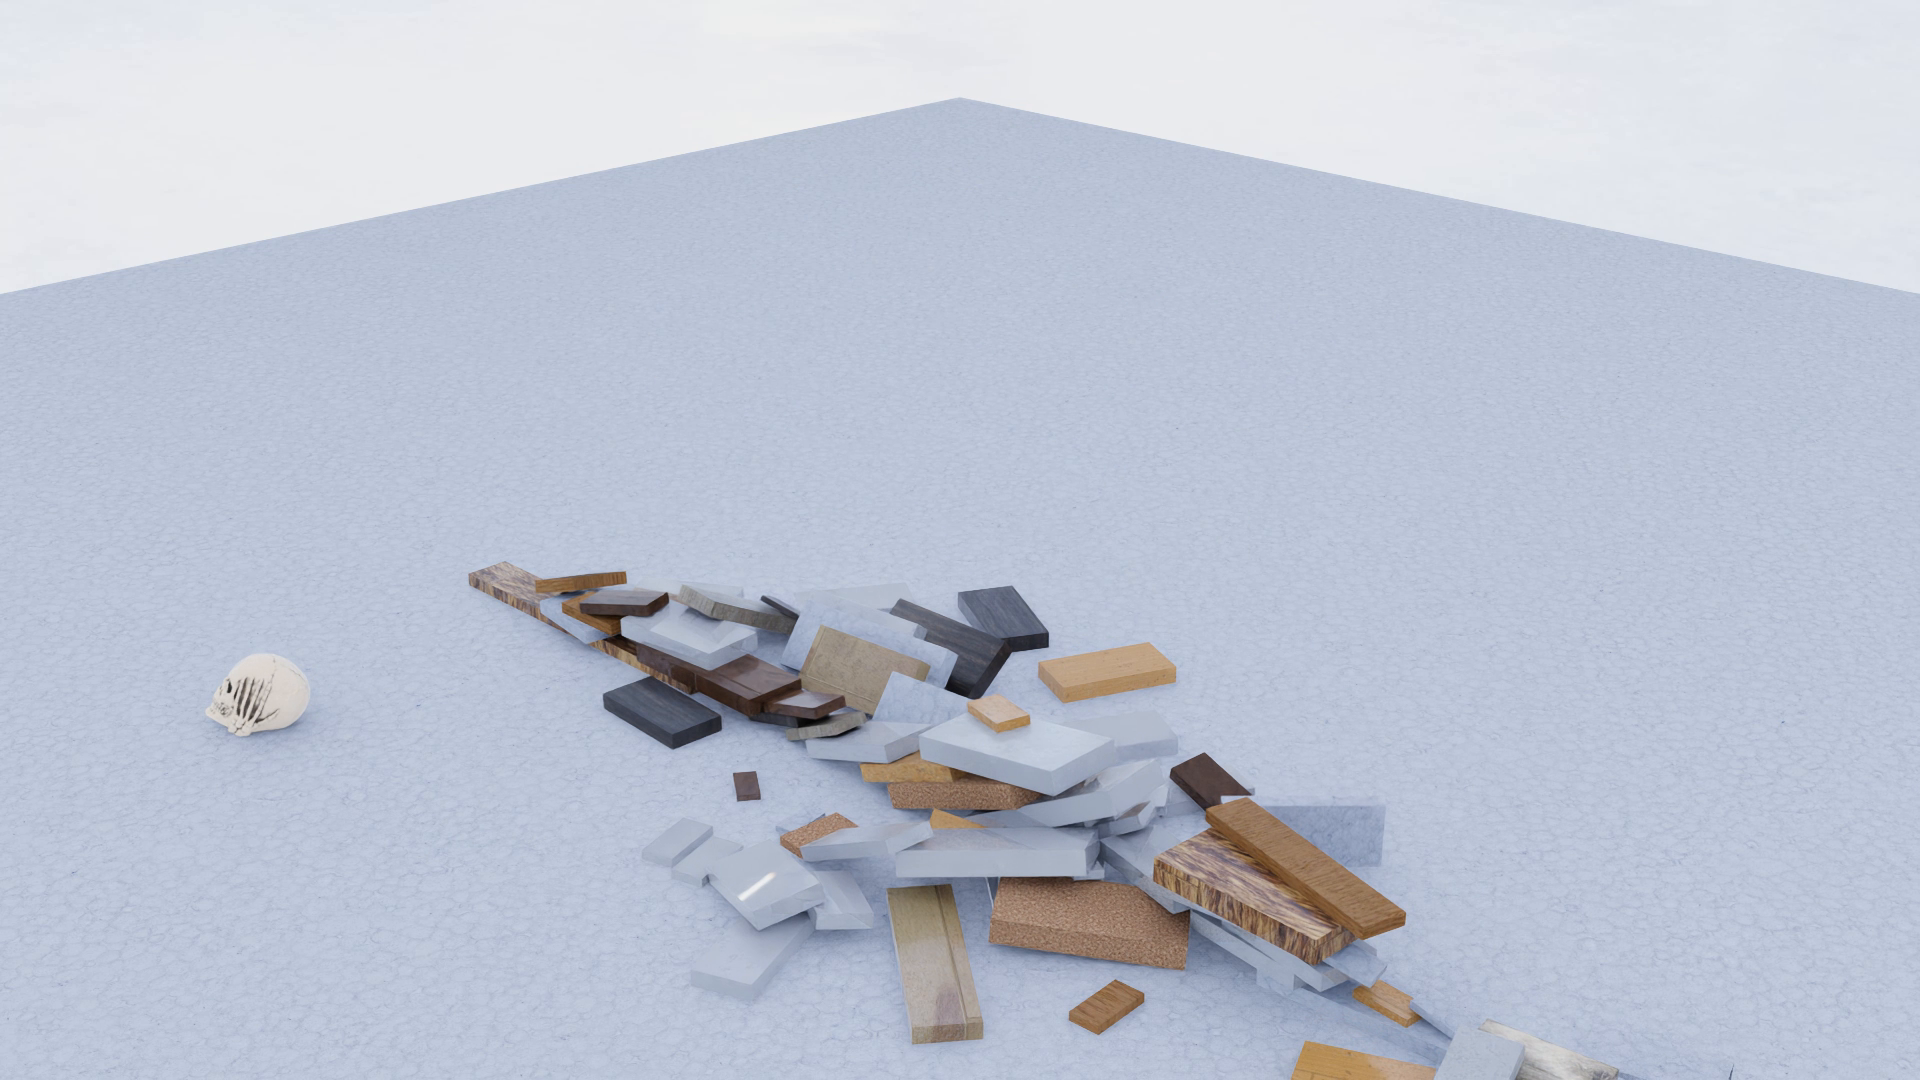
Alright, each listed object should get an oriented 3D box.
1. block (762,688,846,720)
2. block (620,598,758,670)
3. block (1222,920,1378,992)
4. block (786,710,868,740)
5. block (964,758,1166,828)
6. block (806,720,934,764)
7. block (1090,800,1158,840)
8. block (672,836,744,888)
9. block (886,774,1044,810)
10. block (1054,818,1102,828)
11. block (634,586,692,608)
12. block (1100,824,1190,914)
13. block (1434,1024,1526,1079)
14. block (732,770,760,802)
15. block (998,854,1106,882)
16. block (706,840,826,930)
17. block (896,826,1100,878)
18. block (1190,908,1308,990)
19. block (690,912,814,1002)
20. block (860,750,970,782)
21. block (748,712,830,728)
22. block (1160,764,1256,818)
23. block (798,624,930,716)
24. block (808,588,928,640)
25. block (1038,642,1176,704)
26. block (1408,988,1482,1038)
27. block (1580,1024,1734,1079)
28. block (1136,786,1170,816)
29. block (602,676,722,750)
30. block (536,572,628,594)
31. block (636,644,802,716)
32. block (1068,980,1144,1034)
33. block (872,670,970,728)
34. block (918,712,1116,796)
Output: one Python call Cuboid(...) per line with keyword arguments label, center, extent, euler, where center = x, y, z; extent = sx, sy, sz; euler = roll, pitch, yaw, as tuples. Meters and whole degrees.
Cuboid(label="block", center=(-0.336, 0.353, 4.739), extent=(0.087, 0.025, 0.175), euler=(-21, 16, -41))
Cuboid(label="block", center=(-0.618, 0.214, 5.012), extent=(0.295, 0.042, 0.148), euler=(18, 29, 37))
Cuboid(label="block", center=(0.597, 0.701, 3.884), extent=(0.130, 0.037, 0.259), euler=(-15, 27, -31))
Cuboid(label="block", center=(-0.287, 0.397, 4.700), extent=(0.087, 0.025, 0.175), euler=(-20, 5, -41))
Cuboid(label="block", center=(0.201, 0.507, 4.279), extent=(0.359, 0.051, 0.180), euler=(-16, 4, 38))
Cuboid(label="block", center=(-0.188, 0.422, 4.607), extent=(0.135, 0.038, 0.271), euler=(-20, 11, -39))
Cuboid(label="block", center=(0.275, 0.554, 4.266), extent=(0.197, 0.028, 0.099), euler=(-17, 4, 24))
Cuboid(label="block", center=(-0.489, 0.624, 4.265), extent=(0.071, 0.020, 0.142), euler=(12, 26, 26))
Cuboid(label="block", center=(0.041, 0.482, 4.399), extent=(0.180, 0.051, 0.359), euler=(-22, 11, -42))
Cuboid(label="block", center=(0.189, 0.551, 4.304), extent=(0.197, 0.028, 0.099), euler=(-17, 4, 37))
Cuboid(label="block", center=(-0.714, 0.171, 5.270), extent=(0.185, 0.026, 0.093), euler=(9, 54, 21))
Cuboid(label="block", center=(0.384, 0.613, 4.116), extent=(0.130, 0.037, 0.259), euler=(-12, 21, -25))
Cuboid(label="block", center=(0.817, 0.887, 3.532), extent=(0.109, 0.031, 0.219), euler=(12, 46, 30))
Cuboid(label="block", center=(-0.441, 0.509, 4.544), extent=(0.049, 0.014, 0.097), euler=(-4, 23, -9))
Cuboid(label="block", center=(0.176, 0.628, 4.199), extent=(0.197, 0.028, 0.099), euler=(3, 23, 7))
Cuboid(label="block", center=(-0.365, 0.641, 4.106), extent=(0.136, 0.039, 0.273), euler=(-21, 18, -20))
Cuboid(label="block", center=(0.072, 0.586, 4.131), extent=(0.355, 0.050, 0.178), euler=(-2, 5, 12))
Cuboid(label="block", center=(0.550, 0.713, 3.950), extent=(0.130, 0.037, 0.259), euler=(-17, 28, -34))
Cuboid(label="block", center=(-0.372, 0.740, 3.973), extent=(0.122, 0.035, 0.245), euler=(9, 25, 21))
Cuboid(label="block", center=(-0.064, 0.451, 4.486), extent=(0.135, 0.038, 0.271), euler=(-22, 11, -42))
Cuboid(label="block", center=(-0.374, 0.376, 4.787), extent=(0.087, 0.025, 0.175), euler=(-20, 15, -39))
Cuboid(label="block", center=(0.486, 0.515, 4.509), extent=(0.211, 0.030, 0.105), euler=(-8, 24, -19))
Cuboid(label="block", center=(-0.217, 0.300, 4.872), extent=(0.295, 0.148, 0.042), euler=(18, -10, 35))
Cuboid(label="block", center=(-0.238, 0.229, 5.024), extent=(0.320, 0.160, 0.045), euler=(18, -10, 35))
Cuboid(label="block", center=(0.334, 0.300, 5.002), extent=(0.280, 0.040, 0.140), euler=(-9, 25, -20))
Cuboid(label="block", center=(0.826, 0.808, 3.727), extent=(0.059, 0.017, 0.117), euler=(-19, 39, -38))
Cuboid(label="block", center=(1.153, 0.878, 3.650), extent=(0.230, 0.033, 0.115), euler=(12, 26, 26))
Cuboid(label="block", center=(0.346, 0.528, 4.433), extent=(0.146, 0.021, 0.073), euler=(-3, 25, 14))
Cuboid(label="block", center=(-0.654, 0.377, 4.825), extent=(0.131, 0.037, 0.261), euler=(-20, 30, -38))
Cuboid(label="block", center=(-0.923, 0.103, 5.366), extent=(0.110, 0.031, 0.221), euler=(-4, 2, 27))
Cuboid(label="block", center=(-0.544, 0.291, 4.933), extent=(0.148, 0.042, 0.405), euler=(-21, 30, -40))
Cuboid(label="block", center=(0.256, 0.812, 3.824), extent=(0.065, 0.018, 0.130), euler=(19, 30, 38))
Cuboid(label="block", center=(-0.057, 0.384, 4.689), extent=(0.271, 0.135, 0.038), euler=(17, -10, 35))
Cuboid(label="block", center=(0.109, 0.409, 4.305), extent=(0.359, 0.051, 0.180), euler=(10, 24, 44))
